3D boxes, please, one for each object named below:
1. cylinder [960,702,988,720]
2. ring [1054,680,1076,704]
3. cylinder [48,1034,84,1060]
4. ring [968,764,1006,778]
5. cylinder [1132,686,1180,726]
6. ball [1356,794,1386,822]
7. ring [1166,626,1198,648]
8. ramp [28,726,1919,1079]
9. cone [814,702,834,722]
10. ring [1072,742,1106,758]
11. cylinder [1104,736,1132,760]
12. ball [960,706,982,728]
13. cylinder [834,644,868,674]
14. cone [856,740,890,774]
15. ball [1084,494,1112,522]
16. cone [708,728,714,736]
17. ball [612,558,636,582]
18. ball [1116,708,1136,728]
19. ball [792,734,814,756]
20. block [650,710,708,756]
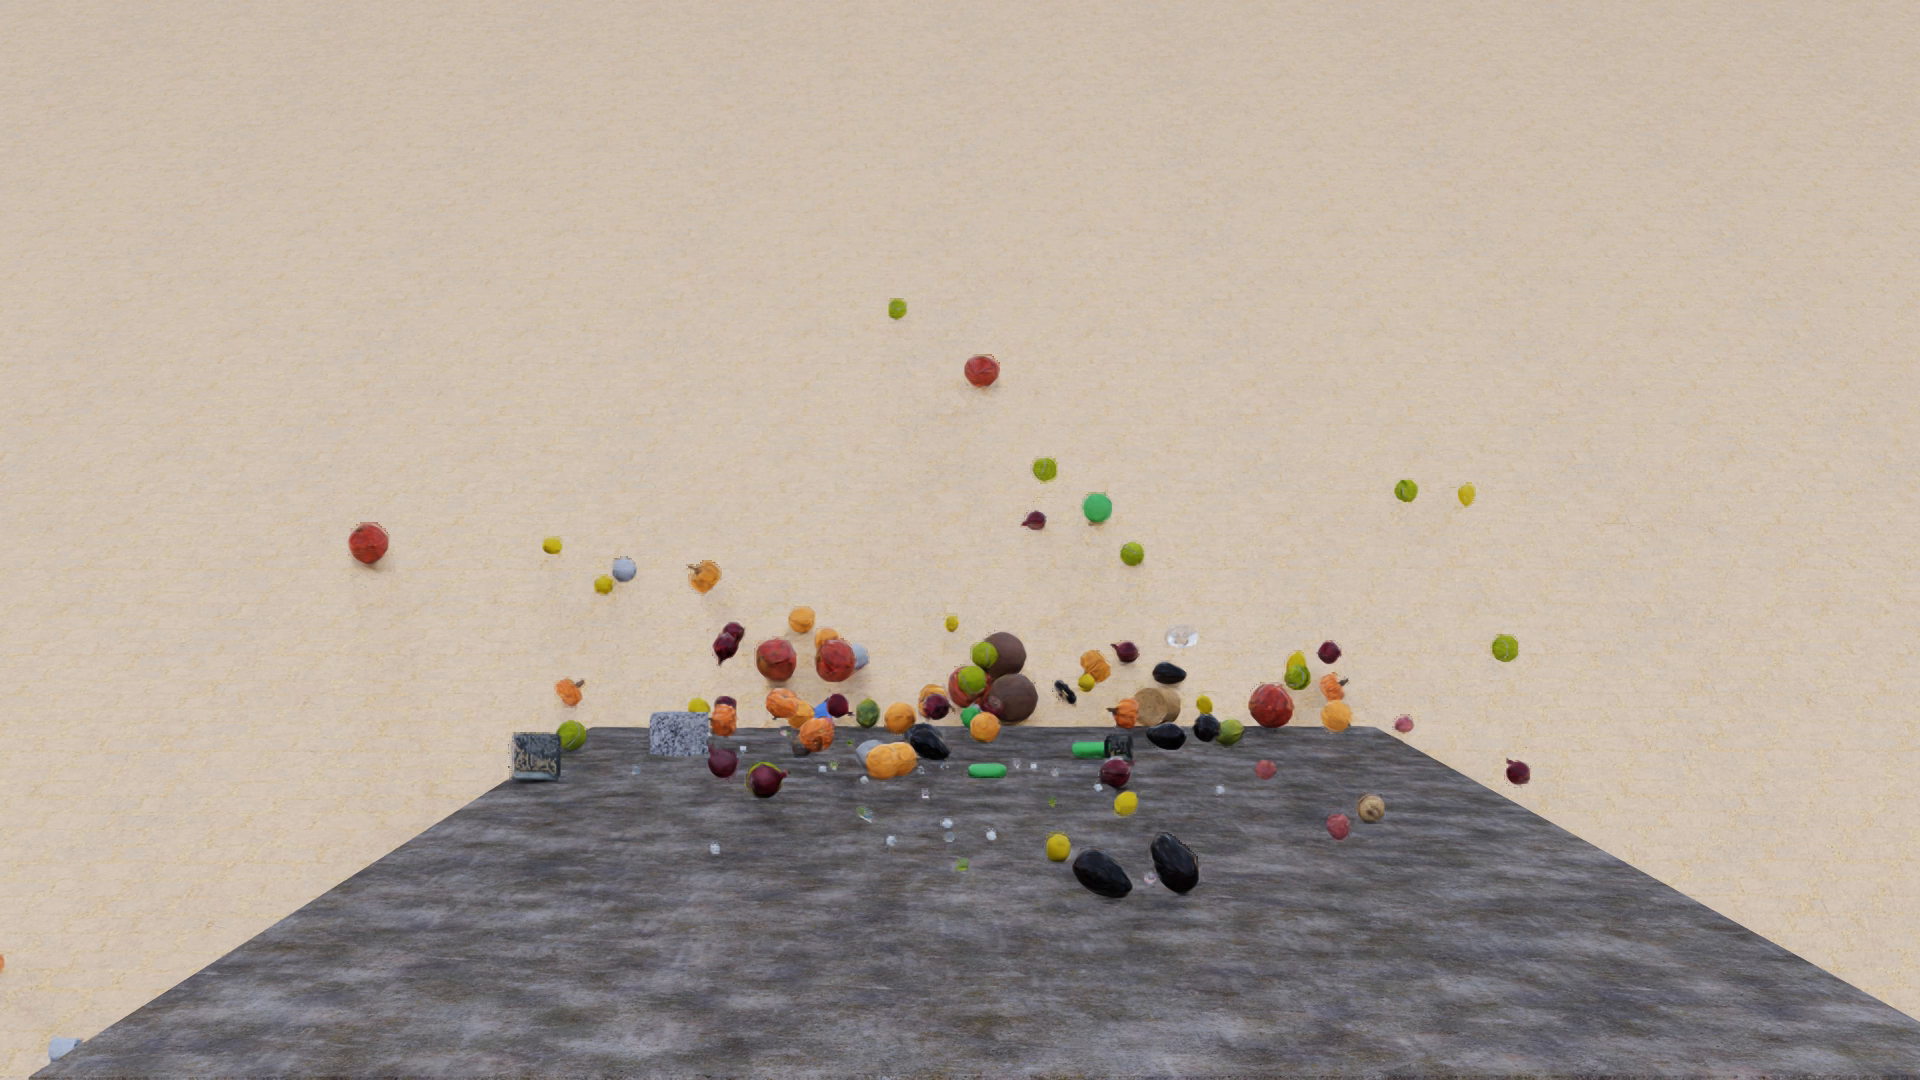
[{"bbox_3d":[0.035,0.460,6.740,0.053,0.053,0.053,-45,41,-9],"label":"cylinder"},{"bbox_3d":[0.279,0.404,6.861,0.025,0.076,0.076,-41,40,-11],"label":"ring"},{"bbox_3d":[-1.918,1.094,5.541,0.053,0.053,0.053,17,29,4],"label":"cylinder"},{"bbox_3d":[0.057,0.482,5.394,0.082,0.027,0.082,-1,0,0],"label":"ring"},{"bbox_3d":[0.503,0.427,6.625,0.098,0.098,0.098,14,5,25],"label":"cylinder"},{"bbox_3d":[0.738,0.482,4.637,0.051,0.051,0.051,0,27,0],"label":"ball"},{"bbox_3d":[0.615,0.268,7.159,0.092,0.031,0.092,-1,27,0],"label":"ring"},{"bbox_3d":[0.062,0.558,4.596,2.000,0.100,4.000,0,1,0],"label":"ramp"},{"bbox_3d":[-0.345,0.463,6.750,0.057,0.057,0.057,-15,27,-26],"label":"cone"},{"bbox_3d":[0.298,0.473,5.820,0.094,0.031,0.094,1,1,0],"label":"ring"},{"bbox_3d":[0.352,0.462,5.734,0.052,0.052,0.052,-3,26,18],"label":"cylinder"},{"bbox_3d":[0.029,0.451,6.564,0.054,0.054,0.054,0,27,0],"label":"ball"},{"bbox_3d":[-0.296,0.322,6.977,0.066,0.066,0.066,-16,31,-41],"label":"cylinder"},{"bbox_3d":[-0.186,0.477,5.499,0.074,0.074,0.074,-1,28,-2],"label":"cone"},{"bbox_3d":[0.416,-0.096,7.797,0.089,0.089,0.089,0,27,0],"label":"ball"},{"bbox_3d":[-0.624,0.470,6.324,0.052,0.052,0.052,28,22,-17],"label":"cone"},{"bbox_3d":[-0.971,0.088,7.465,0.068,0.068,0.068,0,27,0],"label":"ball"},{"bbox_3d":[0.423,0.452,6.563,0.051,0.051,0.051,0,27,0],"label":"ball"},{"bbox_3d":[-0.357,0.464,5.835,0.050,0.050,0.050,0,27,0],"label":"ball"},{"bbox_3d":[-0.642,0.442,5.904,0.093,0.093,0.093,1,1,31],"label":"block"}]
